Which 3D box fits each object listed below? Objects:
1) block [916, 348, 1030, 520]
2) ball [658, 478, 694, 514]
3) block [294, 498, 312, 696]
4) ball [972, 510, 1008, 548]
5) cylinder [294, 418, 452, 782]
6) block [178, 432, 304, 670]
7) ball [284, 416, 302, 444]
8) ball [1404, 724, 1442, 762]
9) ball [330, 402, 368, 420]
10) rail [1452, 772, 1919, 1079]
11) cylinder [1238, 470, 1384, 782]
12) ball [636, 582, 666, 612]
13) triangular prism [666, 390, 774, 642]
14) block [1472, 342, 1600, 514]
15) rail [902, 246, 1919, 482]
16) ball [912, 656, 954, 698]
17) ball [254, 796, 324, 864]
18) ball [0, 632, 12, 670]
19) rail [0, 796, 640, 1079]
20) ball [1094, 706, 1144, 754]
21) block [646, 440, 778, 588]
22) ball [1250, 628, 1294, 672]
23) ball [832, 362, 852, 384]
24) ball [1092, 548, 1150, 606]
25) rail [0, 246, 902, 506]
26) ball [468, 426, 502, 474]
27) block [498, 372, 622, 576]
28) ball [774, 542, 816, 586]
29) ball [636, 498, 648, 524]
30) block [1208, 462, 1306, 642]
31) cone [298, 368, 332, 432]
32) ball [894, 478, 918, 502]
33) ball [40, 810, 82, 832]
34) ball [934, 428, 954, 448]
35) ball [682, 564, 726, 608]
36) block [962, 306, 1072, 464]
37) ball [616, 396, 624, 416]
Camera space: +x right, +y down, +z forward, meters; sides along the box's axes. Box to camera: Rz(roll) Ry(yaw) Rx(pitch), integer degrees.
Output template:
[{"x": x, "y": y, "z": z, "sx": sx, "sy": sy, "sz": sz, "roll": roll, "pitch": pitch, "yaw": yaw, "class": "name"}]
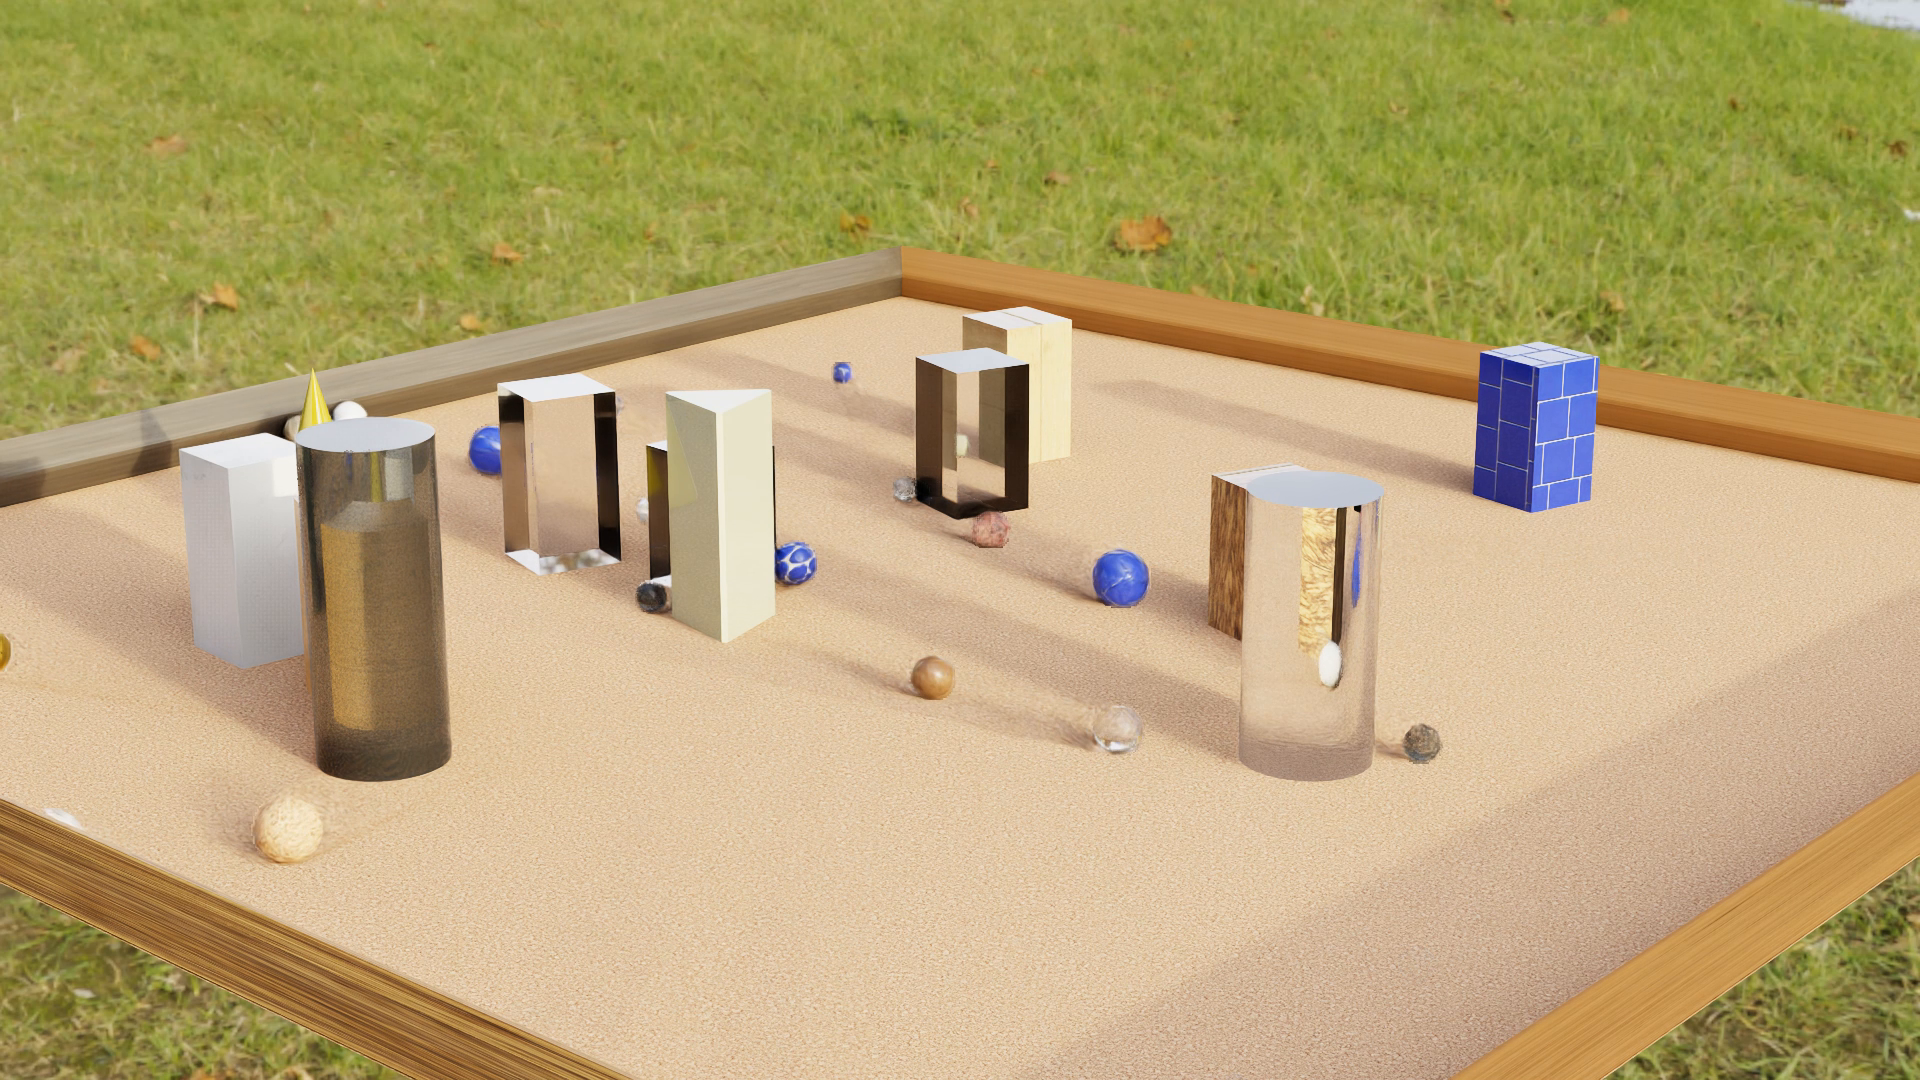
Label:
[{"x": 0.023, "y": -0.207, "z": 5.645, "sx": 0.160, "sy": 0.286, "sz": 0.160, "roll": -9, "pitch": 19, "yaw": -29, "class": "block"}, {"x": -0.544, "y": -0.085, "z": 5.622, "sx": 0.067, "sy": 0.067, "sz": 0.067, "roll": 0, "pitch": 17, "yaw": 0, "class": "ball"}, {"x": -0.934, "y": 0.097, "z": 4.584, "sx": 0.160, "sy": 0.317, "sz": 0.160, "roll": -7, "pitch": 18, "yaw": -23, "class": "block"}, {"x": 0.056, "y": -0.020, "z": 5.405, "sx": 0.068, "sy": 0.068, "sz": 0.068, "roll": 0, "pitch": 17, "yaw": 0, "class": "ball"}, {"x": -0.859, "y": 0.086, "z": 4.306, "sx": 0.199, "sy": 0.498, "sz": 0.199, "roll": 0, "pitch": 17, "yaw": 0, "class": "cylinder"}, {"x": -1.159, "y": 0.016, "z": 4.818, "sx": 0.160, "sy": 0.338, "sz": 0.160, "roll": -15, "pitch": 22, "yaw": -40, "class": "block"}, {"x": -1.371, "y": -0.226, "z": 6.089, "sx": 0.067, "sy": 0.067, "sz": 0.067, "roll": 0, "pitch": 17, "yaw": 0, "class": "ball"}, {"x": 0.687, "y": 0.302, "z": 4.355, "sx": 0.056, "sy": 0.056, "sz": 0.056, "roll": 0, "pitch": 17, "yaw": 0, "class": "ball"}, {"x": -1.286, "y": -0.255, "z": 6.171, "sx": 0.075, "sy": 0.075, "sz": 0.075, "roll": 0, "pitch": 17, "yaw": 0, "class": "ball"}, {"x": 1.311, "y": 0.361, "z": 4.030, "sx": 0.045, "sy": 0.130, "sz": 3.594, "roll": 14, "pitch": 22, "yaw": 39, "class": "rail"}, {"x": 0.516, "y": 0.125, "z": 4.319, "sx": 0.199, "sy": 0.416, "sz": 0.199, "roll": 0, "pitch": 17, "yaw": 0, "class": "cylinder"}, {"x": -0.530, "y": 0.098, "z": 5.041, "sx": 0.052, "sy": 0.052, "sz": 0.052, "roll": 0, "pitch": 17, "yaw": 0, "class": "ball"}, {"x": -0.380, "y": -0.051, "z": 4.939, "sx": 0.150, "sy": 0.395, "sz": 0.173, "roll": -12, "pitch": 20, "yaw": -34, "class": "triangular prism"}, {"x": 1.117, "y": -0.220, "z": 5.691, "sx": 0.160, "sy": 0.286, "sz": 0.160, "roll": -11, "pitch": 20, "yaw": -33, "class": "block"}, {"x": 1.163, "y": -0.354, "z": 6.402, "sx": 3.520, "sy": 0.130, "sz": 0.045, "roll": 14, "pitch": 22, "yaw": 39, "class": "rail"}, {"x": -0.043, "y": 0.216, "z": 4.621, "sx": 0.068, "sy": 0.068, "sz": 0.068, "roll": 0, "pitch": 17, "yaw": 0, "class": "ball"}, {"x": -0.914, "y": 0.393, "z": 3.989, "sx": 0.092, "sy": 0.092, "sz": 0.092, "roll": 0, "pitch": 17, "yaw": 0, "class": "ball"}, {"x": -1.569, "y": 0.180, "z": 4.729, "sx": 0.074, "sy": 0.074, "sz": 0.074, "roll": 0, "pitch": 17, "yaw": 0, "class": "ball"}, {"x": -1.163, "y": 0.419, "z": 3.838, "sx": 3.520, "sy": 0.130, "sz": 0.045, "roll": 14, "pitch": 22, "yaw": 39, "class": "rail"}, {"x": 0.237, "y": 0.284, "z": 4.384, "sx": 0.074, "sy": 0.074, "sz": 0.074, "roll": 0, "pitch": 17, "yaw": 0, "class": "ball"}, {"x": -0.438, "y": -0.047, "z": 5.181, "sx": 0.160, "sy": 0.250, "sz": 0.160, "roll": -16, "pitch": 23, "yaw": -42, "class": "block"}, {"x": 0.505, "y": 0.178, "z": 4.740, "sx": 0.073, "sy": 0.073, "sz": 0.073, "roll": 0, "pitch": 17, "yaw": 0, "class": "ball"}, {"x": -0.266, "y": -0.378, "z": 6.628, "sx": 0.047, "sy": 0.047, "sz": 0.047, "roll": 0, "pitch": 17, "yaw": 0, "class": "ball"}, {"x": 0.278, "y": 0.064, "z": 5.070, "sx": 0.100, "sy": 0.100, "sz": 0.100, "roll": 0, "pitch": 17, "yaw": 0, "class": "ball"}, {"x": -1.311, "y": -0.296, "z": 6.210, "sx": 0.045, "sy": 0.130, "sz": 3.594, "roll": 14, "pitch": 22, "yaw": 39, "class": "rail"}, {"x": -0.936, "y": -0.180, "z": 5.882, "sx": 0.099, "sy": 0.099, "sz": 0.099, "roll": 0, "pitch": 17, "yaw": 0, "class": "ball"}, {"x": -0.724, "y": -0.121, "z": 5.302, "sx": 0.160, "sy": 0.320, "sz": 0.160, "roll": -10, "pitch": 19, "yaw": -29, "class": "block"}, {"x": -0.294, "y": 0.042, "z": 5.183, "sx": 0.077, "sy": 0.077, "sz": 0.077, "roll": 0, "pitch": 17, "yaw": 0, "class": "ball"}, {"x": -0.586, "y": -0.055, "z": 5.547, "sx": 0.052, "sy": 0.052, "sz": 0.052, "roll": 0, "pitch": 17, "yaw": 0, "class": "ball"}, {"x": 0.529, "y": 0.026, "z": 4.910, "sx": 0.160, "sy": 0.265, "sz": 0.160, "roll": -9, "pitch": 19, "yaw": -28, "class": "block"}, {"x": -1.163, "y": -0.141, "z": 5.315, "sx": 0.199, "sy": 0.352, "sz": 0.199, "roll": 0, "pitch": 17, "yaw": 0, "class": "cone"}, {"x": -0.106, "y": -0.097, "z": 5.698, "sx": 0.046, "sy": 0.046, "sz": 0.046, "roll": 0, "pitch": 17, "yaw": 0, "class": "ball"}, {"x": -1.230, "y": 0.405, "z": 3.972, "sx": 0.080, "sy": 0.080, "sz": 0.080, "roll": 0, "pitch": 17, "yaw": 0, "class": "ball"}, {"x": -0.034, "y": -0.211, "z": 6.081, "sx": 0.044, "sy": 0.044, "sz": 0.044, "roll": 0, "pitch": 17, "yaw": 0, "class": "ball"}, {"x": -0.440, "y": 0.081, "z": 5.056, "sx": 0.076, "sy": 0.076, "sz": 0.076, "roll": 0, "pitch": 17, "yaw": 0, "class": "ball"}, {"x": 0.116, "y": -0.315, "z": 6.007, "sx": 0.160, "sy": 0.286, "sz": 0.160, "roll": -11, "pitch": 20, "yaw": -33, "class": "block"}, {"x": -0.751, "y": -0.290, "z": 6.334, "sx": 0.049, "sy": 0.049, "sz": 0.049, "roll": 0, "pitch": 17, "yaw": 0, "class": "ball"}]
